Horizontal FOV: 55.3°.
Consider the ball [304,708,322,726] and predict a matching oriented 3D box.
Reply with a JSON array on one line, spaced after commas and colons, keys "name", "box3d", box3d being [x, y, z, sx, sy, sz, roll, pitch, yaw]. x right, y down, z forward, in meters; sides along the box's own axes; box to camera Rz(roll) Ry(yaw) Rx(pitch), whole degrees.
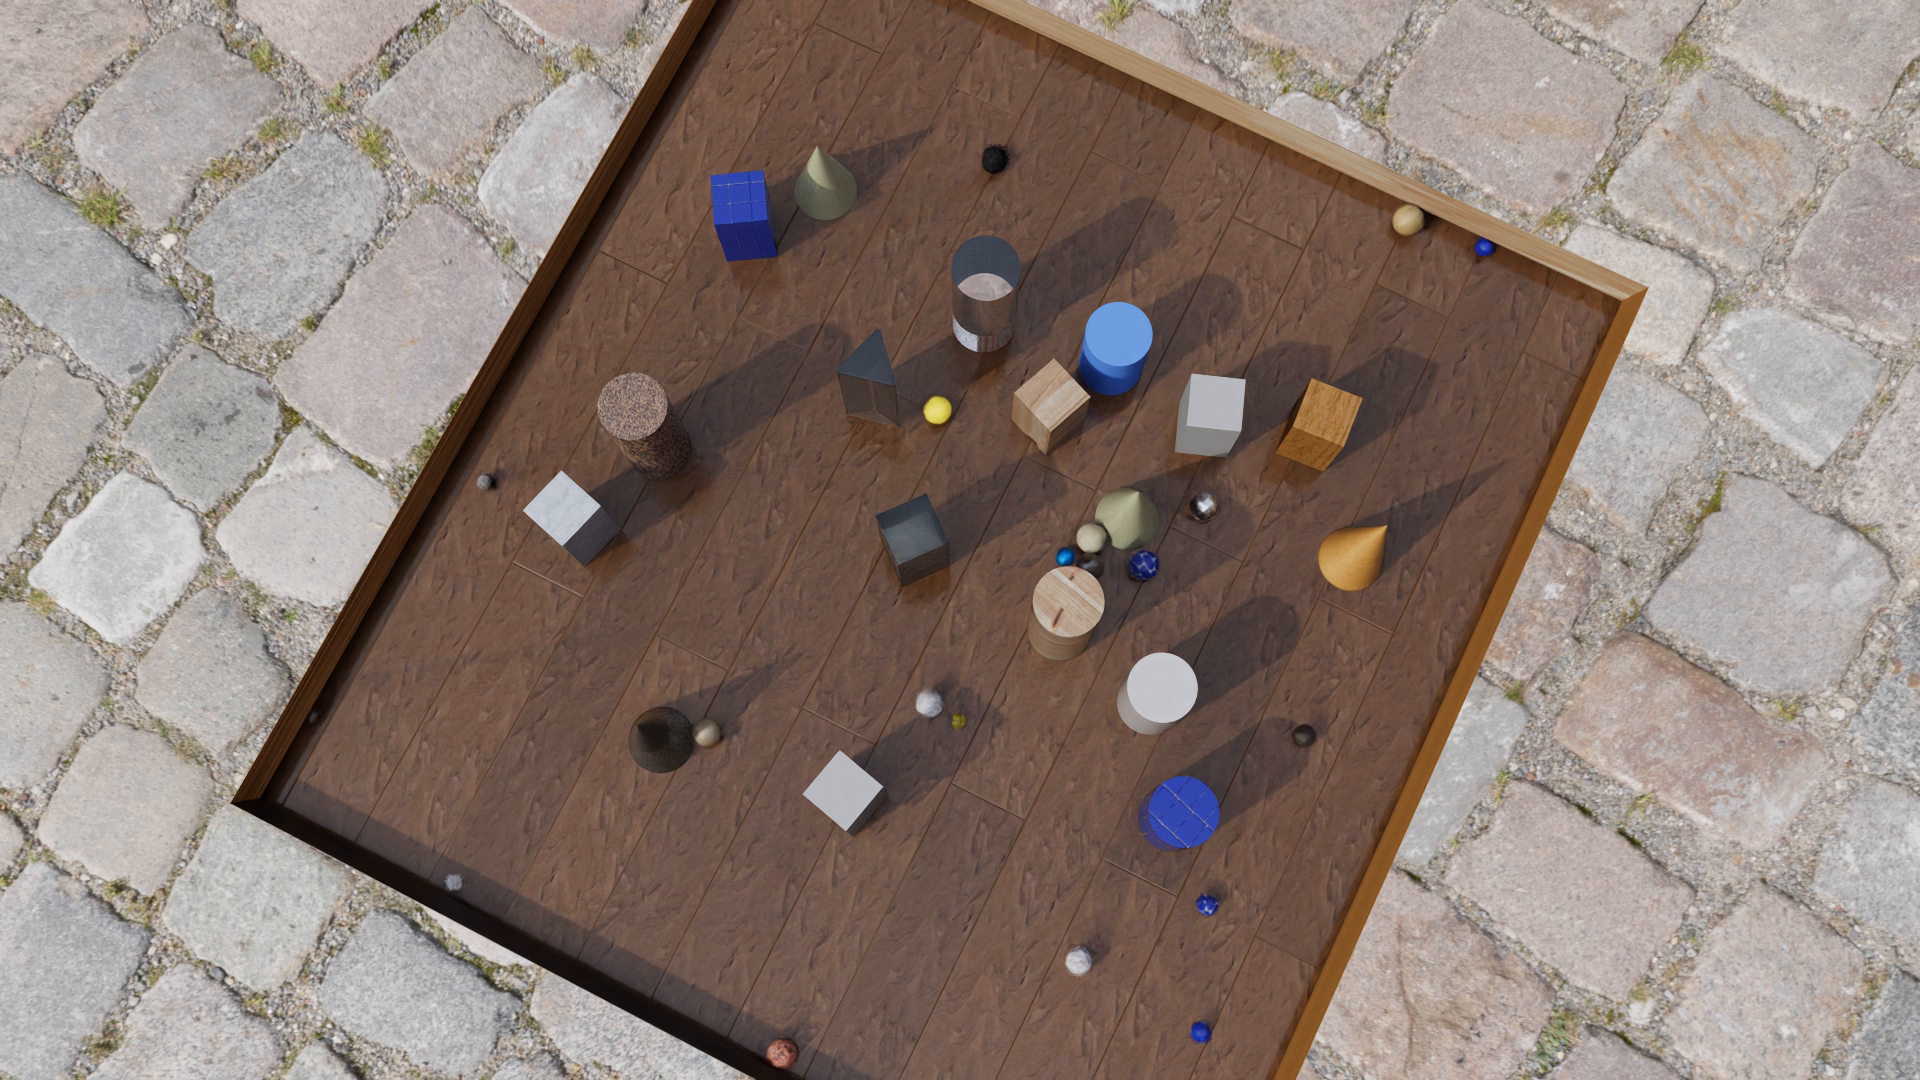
[{"name": "ball", "box3d": [-1.936, 0.530, 5.482, 0.048, 0.048, 0.048, 0, 78, 0]}]

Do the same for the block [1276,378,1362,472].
[{"name": "block", "box3d": [1.080, -0.344, 5.532, 0.160, 0.306, 0.160, 22, 79, 4]}]

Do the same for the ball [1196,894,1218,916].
[{"name": "ball", "box3d": [0.723, 1.066, 5.364, 0.063, 0.063, 0.063, 0, 78, 0]}]

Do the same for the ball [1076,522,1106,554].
[{"name": "ball", "box3d": [0.399, -0.006, 5.571, 0.092, 0.092, 0.092, 0, 78, 0]}]

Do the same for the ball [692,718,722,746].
[{"name": "ball", "box3d": [-0.754, 0.572, 5.454, 0.086, 0.086, 0.086, 0, 78, 0]}]

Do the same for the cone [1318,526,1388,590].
[{"name": "cone", "box3d": [1.195, 0.009, 5.365, 0.199, 0.490, 0.199, 0, 78, 0]}]

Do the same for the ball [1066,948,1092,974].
[{"name": "ball", "box3d": [0.346, 1.223, 5.323, 0.079, 0.079, 0.079, 0, 78, 0]}]

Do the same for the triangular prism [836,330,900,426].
[{"name": "triangular prism", "box3d": [-0.253, -0.490, 5.486, 0.173, 0.454, 0.150, 14, 79, 3]}]

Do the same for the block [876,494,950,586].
[{"name": "block", "box3d": [-0.137, 0.005, 5.433, 0.160, 0.357, 0.160, -24, 79, -5]}]

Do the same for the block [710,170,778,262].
[{"name": "block", "box3d": [-0.665, -0.998, 5.664, 0.160, 0.313, 0.160, -6, 78, -1]}]

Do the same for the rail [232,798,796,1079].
[{"name": "rail", "box3d": [-0.730, 1.436, 5.252, 3.092, 0.130, 0.045, 26, 80, 5]}]

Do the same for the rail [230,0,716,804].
[{"name": "rail", "box3d": [-1.362, -0.660, 5.686, 0.045, 0.130, 3.310, 26, 80, 5]}]

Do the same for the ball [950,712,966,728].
[{"name": "ball", "box3d": [-0.005, 0.539, 5.482, 0.045, 0.045, 0.045, 0, 78, 0]}]

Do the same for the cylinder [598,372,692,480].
[{"name": "cylinder", "box3d": [-0.931, -0.332, 5.442, 0.199, 0.477, 0.199, 0, 78, 0]}]

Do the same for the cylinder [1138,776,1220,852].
[{"name": "cylinder", "box3d": [0.629, 0.795, 5.295, 0.199, 0.308, 0.199, 0, 78, 0]}]

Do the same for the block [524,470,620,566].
[{"name": "block", "box3d": [-1.154, -0.060, 5.466, 0.160, 0.319, 0.160, 41, 81, 8]}]

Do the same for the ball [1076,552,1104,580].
[{"name": "ball", "box3d": [0.395, 0.081, 5.556, 0.085, 0.085, 0.085, 0, 78, 0]}]

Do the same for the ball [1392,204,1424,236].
[{"name": "ball", "box3d": [1.413, -1.007, 5.774, 0.100, 0.100, 0.100, 0, 78, 0]}]

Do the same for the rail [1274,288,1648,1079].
[{"name": "rail", "box3d": [1.362, 0.674, 5.410, 0.045, 0.130, 3.310, 26, 80, 5]}]

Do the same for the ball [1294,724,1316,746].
[{"name": "ball", "box3d": [1.029, 0.582, 5.463, 0.066, 0.066, 0.066, 0, 78, 0]}]

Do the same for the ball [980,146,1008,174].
[{"name": "ball", "box3d": [0.108, -1.209, 5.823, 0.086, 0.086, 0.086, 0, 78, 0]}]

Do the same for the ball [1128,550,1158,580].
[{"name": "ball", "box3d": [0.556, 0.076, 5.554, 0.091, 0.091, 0.091, 0, 78, 0]}]

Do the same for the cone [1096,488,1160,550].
[{"name": "cone", "box3d": [0.515, -0.103, 5.452, 0.199, 0.364, 0.199, 0, 78, 0]}]

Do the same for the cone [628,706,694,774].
[{"name": "cone", "box3d": [-0.894, 0.556, 5.285, 0.199, 0.424, 0.199, 0, 78, 0]}]

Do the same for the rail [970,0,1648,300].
[{"name": "rail", "box3d": [0.730, -1.422, 5.844, 3.092, 0.130, 0.045, 26, 80, 5]}]

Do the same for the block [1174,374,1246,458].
[{"name": "block", "box3d": [0.753, -0.372, 5.535, 0.160, 0.311, 0.160, 6, 78, 1]}]

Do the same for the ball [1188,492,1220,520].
[{"name": "ball", "box3d": [0.744, -0.104, 5.591, 0.091, 0.091, 0.091, 0, 78, 0]}]

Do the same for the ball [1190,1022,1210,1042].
[{"name": "ball", "box3d": [0.695, 1.421, 5.293, 0.058, 0.058, 0.058, 0, 78, 0]}]

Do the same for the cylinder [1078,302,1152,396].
[{"name": "cylinder", "box3d": [0.471, -0.579, 5.579, 0.199, 0.309, 0.199, 0, 78, 0]}]

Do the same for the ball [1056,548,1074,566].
[{"name": "ball", "box3d": [0.320, 0.052, 5.577, 0.057, 0.057, 0.057, 0, 78, 0]}]

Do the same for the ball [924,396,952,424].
[{"name": "ball", "box3d": [-0.070, -0.400, 5.655, 0.086, 0.086, 0.086, 0, 78, 0]}]

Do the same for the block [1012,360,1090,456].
[{"name": "block", "box3d": [0.273, -0.399, 5.552, 0.160, 0.288, 0.160, -41, 81, -8]}]

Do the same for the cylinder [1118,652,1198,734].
[{"name": "cylinder", "box3d": [0.572, 0.452, 5.346, 0.199, 0.347, 0.199, 0, 78, 0]}]

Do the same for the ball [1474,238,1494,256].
[{"name": "ball", "box3d": [1.652, -0.923, 5.777, 0.060, 0.060, 0.060, 0, 78, 0]}]

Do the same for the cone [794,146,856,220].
[{"name": "cone", "box3d": [-0.429, -1.150, 5.677, 0.199, 0.348, 0.199, 0, 78, 0]}]

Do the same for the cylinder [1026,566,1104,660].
[{"name": "cylinder", "box3d": [0.302, 0.219, 5.326, 0.199, 0.481, 0.199, 0, 78, 0]}]

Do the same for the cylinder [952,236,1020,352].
[{"name": "cylinder", "box3d": [0.075, -0.734, 5.519, 0.199, 0.488, 0.199, 0, 78, 0]}]

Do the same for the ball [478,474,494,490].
[{"name": "ball", "box3d": [-1.458, -0.179, 5.630, 0.047, 0.047, 0.047, 0, 78, 0]}]

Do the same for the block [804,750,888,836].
[{"name": "block", "box3d": [-0.327, 0.734, 5.287, 0.160, 0.347, 0.160, 39, 81, 7]}]

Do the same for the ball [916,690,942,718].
[{"name": "ball", "box3d": [-0.092, 0.488, 5.473, 0.083, 0.083, 0.083, 0, 78, 0]}]

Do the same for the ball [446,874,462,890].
[{"name": "ball", "box3d": [-1.486, 1.007, 5.385, 0.045, 0.045, 0.045, 0, 78, 0]}]

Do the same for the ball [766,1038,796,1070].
[{"name": "ball", "box3d": [-0.513, 1.477, 5.266, 0.088, 0.088, 0.088, 0, 78, 0]}]
